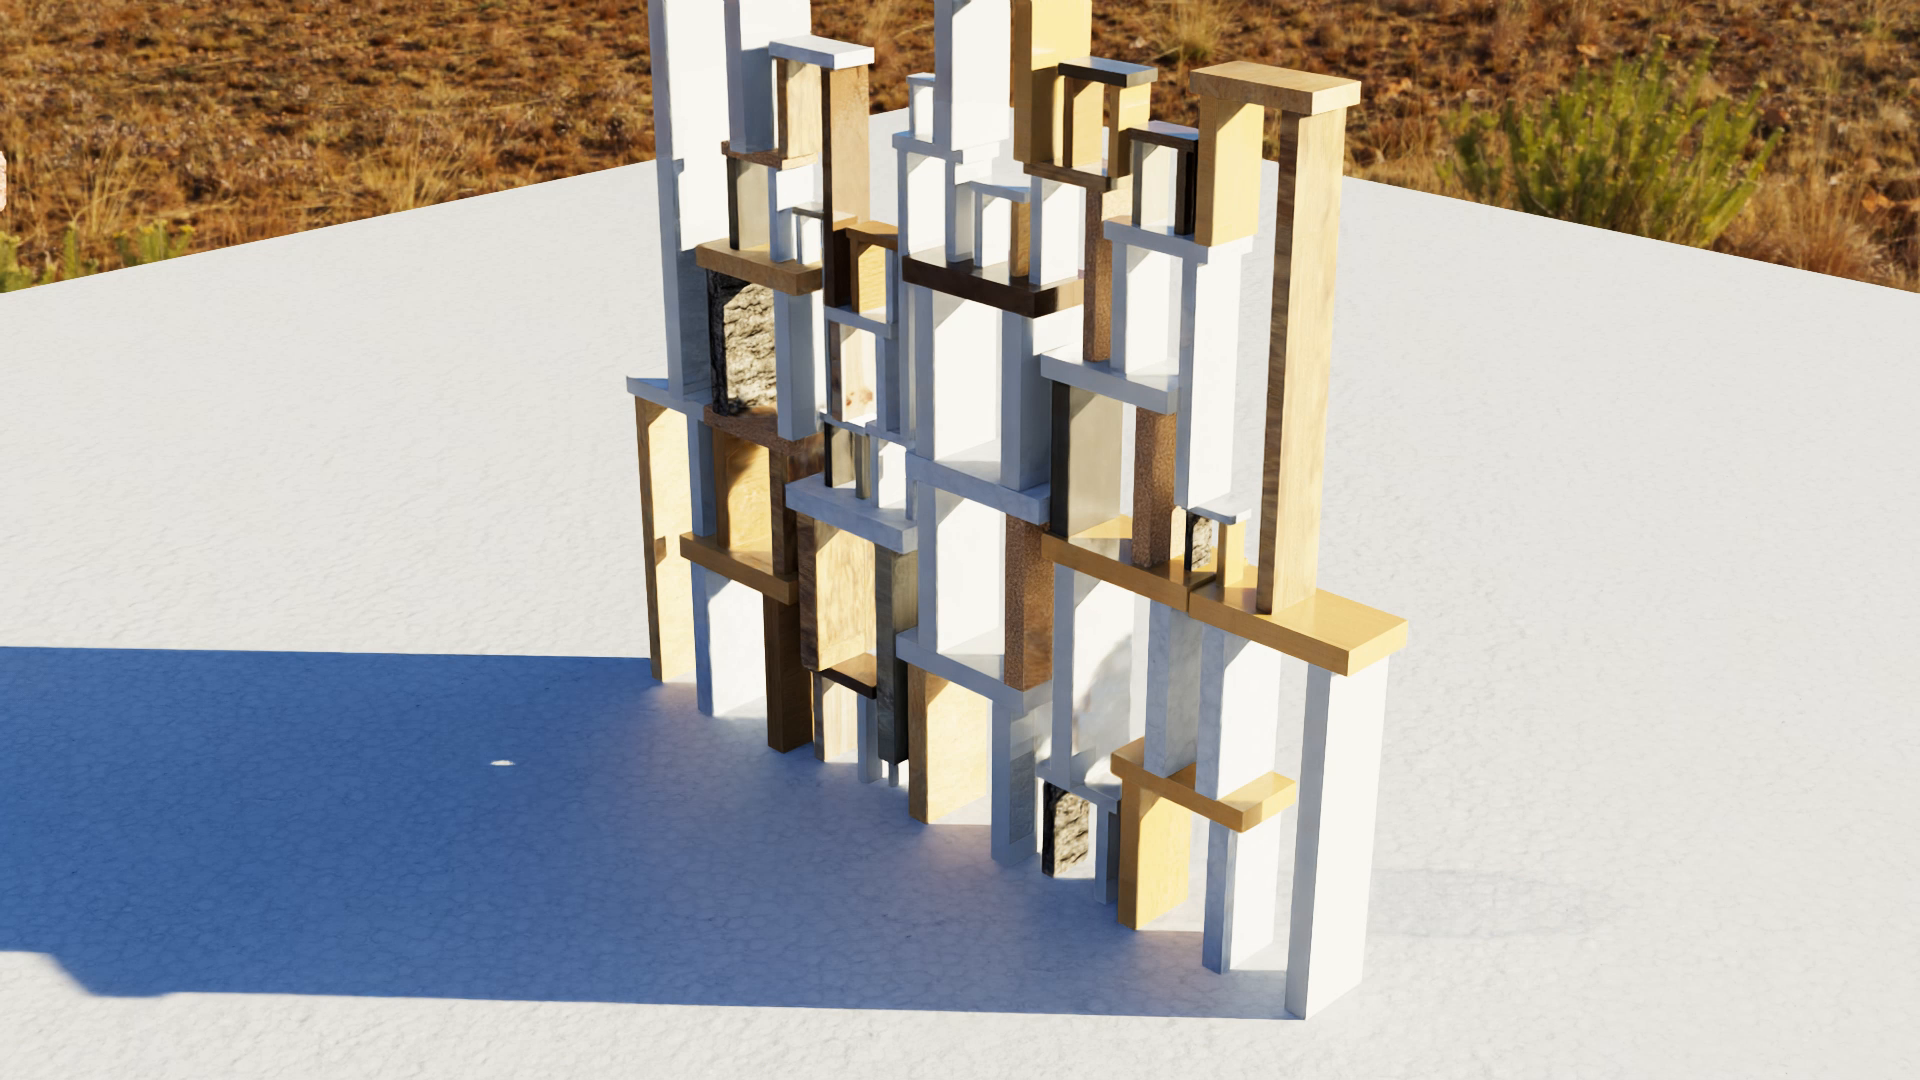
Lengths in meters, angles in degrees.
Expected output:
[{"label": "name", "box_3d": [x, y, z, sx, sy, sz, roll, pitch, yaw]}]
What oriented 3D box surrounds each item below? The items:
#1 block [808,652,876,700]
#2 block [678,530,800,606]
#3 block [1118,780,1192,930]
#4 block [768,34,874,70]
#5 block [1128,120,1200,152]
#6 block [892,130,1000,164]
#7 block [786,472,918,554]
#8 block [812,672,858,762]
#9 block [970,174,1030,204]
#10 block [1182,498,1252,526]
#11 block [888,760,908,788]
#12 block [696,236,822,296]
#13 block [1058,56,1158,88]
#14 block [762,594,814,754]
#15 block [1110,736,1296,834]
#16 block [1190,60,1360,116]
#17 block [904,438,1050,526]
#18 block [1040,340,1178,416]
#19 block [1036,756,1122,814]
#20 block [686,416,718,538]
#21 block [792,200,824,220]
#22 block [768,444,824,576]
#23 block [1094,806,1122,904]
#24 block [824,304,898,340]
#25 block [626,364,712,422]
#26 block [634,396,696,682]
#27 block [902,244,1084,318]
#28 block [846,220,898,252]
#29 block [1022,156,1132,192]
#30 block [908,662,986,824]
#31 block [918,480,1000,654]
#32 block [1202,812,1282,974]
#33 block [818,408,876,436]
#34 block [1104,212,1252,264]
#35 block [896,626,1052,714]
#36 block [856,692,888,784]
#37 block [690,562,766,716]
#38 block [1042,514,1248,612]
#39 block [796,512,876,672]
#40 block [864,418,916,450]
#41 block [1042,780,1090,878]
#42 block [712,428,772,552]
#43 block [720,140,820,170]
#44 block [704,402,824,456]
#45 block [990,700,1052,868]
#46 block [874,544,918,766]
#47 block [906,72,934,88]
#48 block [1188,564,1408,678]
[{"label": "block", "box_3d": [-0.214, 0.269, 4.566, 0.204, 0.029, 0.102, 21, 31, 41]}, {"label": "block", "box_3d": [-0.415, 0.037, 4.689, 0.359, 0.051, 0.180, 21, 31, 41]}, {"label": "block", "box_3d": [0.361, 0.556, 4.064, 0.043, 0.302, 0.151, 21, 31, 41]}, {"label": "block", "box_3d": [-0.260, -0.913, 4.110, 0.095, 0.027, 0.190, -20, 30, -40]}, {"label": "block", "box_3d": [0.347, -0.655, 3.564, 0.069, 0.020, 0.139, -21, 31, -40]}, {"label": "block", "box_3d": [-0.027, -0.710, 3.949, 0.182, 0.026, 0.091, 21, 31, 40]}, {"label": "block", "box_3d": [-0.170, -0.066, 4.376, 0.172, 0.049, 0.344, -21, 31, -40]}, {"label": "block", "box_3d": [-0.262, 0.358, 4.656, 0.029, 0.204, 0.102, 21, 31, 41]}, {"label": "block", "box_3d": [0.088, -0.618, 3.862, 0.067, 0.019, 0.134, -21, 31, -40]}, {"label": "block", "box_3d": [0.434, -0.053, 3.727, 0.054, 0.015, 0.108, -21, 31, -40]}, {"label": "block", "box_3d": [-0.128, 0.463, 4.554, 0.045, 0.091, 0.013, -21, 31, -41]}, {"label": "block", "box_3d": [-0.370, -0.554, 4.386, 0.153, 0.043, 0.307, -21, 31, -41]}, {"label": "block", "box_3d": [0.243, -0.772, 3.624, 0.151, 0.021, 0.076, 21, 31, 41]}, {"label": "block", "box_3d": [-0.331, 0.259, 4.691, 0.051, 0.359, 0.180, 21, 31, 41]}, {"label": "block", "box_3d": [0.433, 0.424, 3.931, 0.302, 0.043, 0.151, 21, 31, 41]}, {"label": "block", "box_3d": [0.485, -0.700, 3.398, 0.119, 0.034, 0.238, -21, 31, -40]}, {"label": "block", "box_3d": [0.079, -0.120, 4.086, 0.173, 0.049, 0.346, -21, 31, -41]}, {"label": "block", "box_3d": [0.293, -0.285, 3.783, 0.287, 0.041, 0.144, 21, 31, 41]}, {"label": "block", "box_3d": [0.252, 0.450, 4.142, 0.203, 0.029, 0.102, 21, 31, 40]}, {"label": "block", "box_3d": [-0.517, -0.153, 4.725, 0.038, 0.270, 0.135, 21, 31, 41]}, {"label": "block", "box_3d": [-0.270, -0.634, 4.242, 0.101, 0.014, 0.050, 19, 31, 37]}, {"label": "block", "box_3d": [-0.327, -0.075, 4.542, 0.038, 0.270, 0.135, 21, 31, 41]}, {"label": "block", "box_3d": [0.300, 0.576, 4.143, 0.029, 0.203, 0.102, 21, 31, 41]}, {"label": "block", "box_3d": [-0.163, -0.429, 4.215, 0.095, 0.027, 0.190, -21, 31, -40]}, {"label": "block", "box_3d": [-0.581, -0.320, 4.725, 0.135, 0.038, 0.270, -21, 31, -41]}, {"label": "block", "box_3d": [-0.643, -0.014, 4.923, 0.038, 0.680, 0.135, 21, 31, 41]}, {"label": "block", "box_3d": [0.070, -0.471, 3.946, 0.165, 0.047, 0.330, -21, 31, -40]}, {"label": "block", "box_3d": [-0.140, -0.571, 4.126, 0.071, 0.020, 0.142, -21, 31, -40]}, {"label": "block", "box_3d": [0.208, -0.628, 3.733, 0.095, 0.027, 0.190, -21, 31, -40]}, {"label": "block", "box_3d": [-0.024, 0.382, 4.419, 0.049, 0.346, 0.173, 21, 31, 41]}, {"label": "block", "box_3d": [-0.002, 0.030, 4.238, 0.049, 0.346, 0.173, 21, 31, 41]}, {"label": "block", "box_3d": [0.504, 0.611, 3.933, 0.043, 0.302, 0.151, 21, 31, 41]}, {"label": "block", "box_3d": [-0.208, -0.238, 4.346, 0.068, 0.019, 0.137, -21, 31, -40]}, {"label": "block", "box_3d": [0.358, -0.503, 3.627, 0.112, 0.032, 0.225, -21, 31, -40]}, {"label": "block", "box_3d": [0.057, 0.232, 4.267, 0.346, 0.049, 0.173, 21, 31, 41]}, {"label": "block", "box_3d": [-0.166, 0.396, 4.567, 0.029, 0.204, 0.102, 21, 31, 41]}, {"label": "block", "box_3d": [-0.500, 0.193, 4.847, 0.051, 0.359, 0.180, 21, 31, 41]}, {"label": "block", "box_3d": [0.324, 0.032, 3.885, 0.335, 0.047, 0.167, 21, 31, 40]}, {"label": "block", "box_3d": [-0.250, 0.083, 4.528, 0.172, 0.344, 0.049, -21, 31, -41]}, {"label": "block", "box_3d": [-0.106, -0.208, 4.242, 0.074, 0.021, 0.148, -21, 31, -40]}, {"label": "block", "box_3d": [0.204, 0.538, 4.232, 0.029, 0.203, 0.102, 21, 31, 41]}, {"label": "block", "box_3d": [-0.454, -0.125, 4.659, 0.038, 0.270, 0.135, 21, 31, 41]}, {"label": "block", "box_3d": [-0.373, -0.760, 4.305, 0.093, 0.026, 0.186, -21, 31, -40]}, {"label": "block", "box_3d": [-0.391, -0.242, 4.540, 0.270, 0.038, 0.135, 21, 31, 41]}, {"label": "block", "box_3d": [0.139, 0.445, 4.269, 0.049, 0.346, 0.173, 21, 31, 41]}, {"label": "block", "box_3d": [-0.088, 0.206, 4.404, 0.172, 0.473, 0.049, -21, 31, -40]}, {"label": "block", "box_3d": [-0.049, -0.820, 3.928, 0.090, 0.013, 0.045, 20, 30, 39]}, {"label": "block", "box_3d": [0.562, 0.131, 3.670, 0.328, 0.046, 0.164, 21, 31, 41]}]
